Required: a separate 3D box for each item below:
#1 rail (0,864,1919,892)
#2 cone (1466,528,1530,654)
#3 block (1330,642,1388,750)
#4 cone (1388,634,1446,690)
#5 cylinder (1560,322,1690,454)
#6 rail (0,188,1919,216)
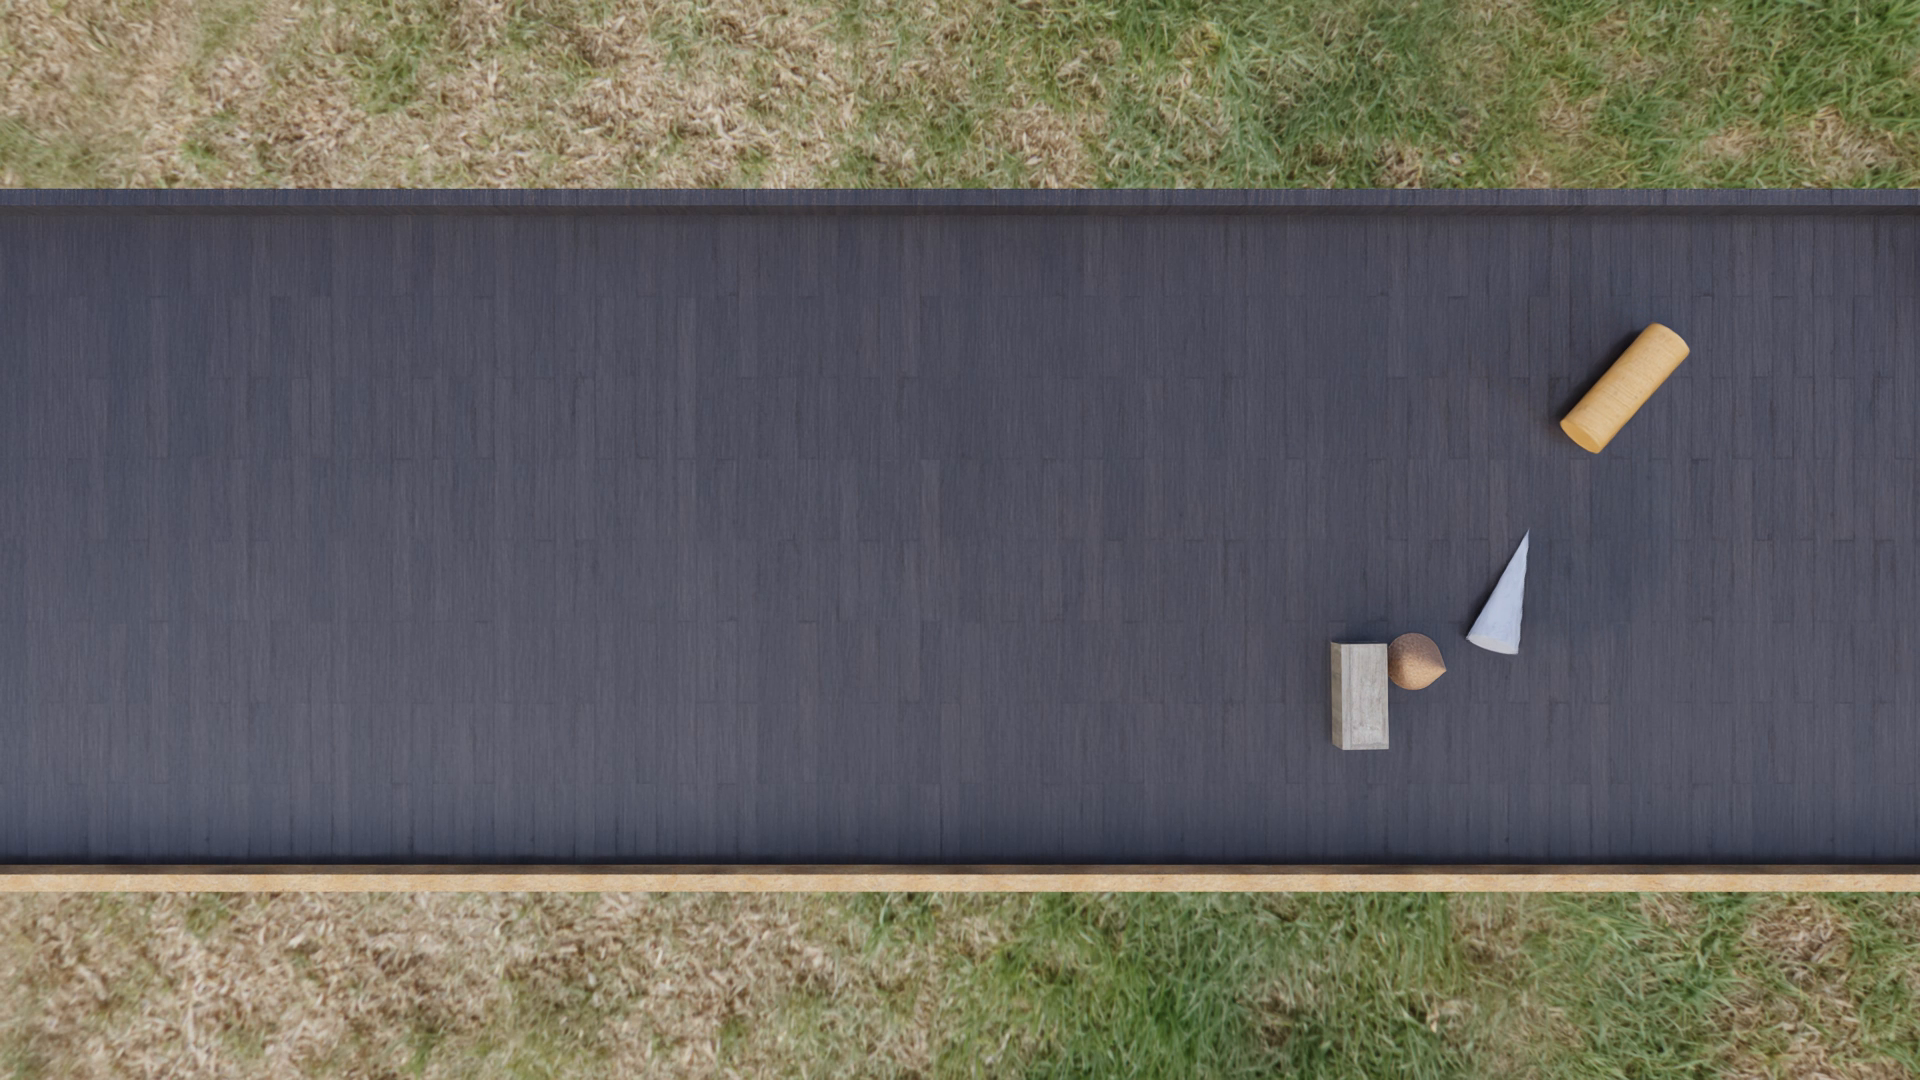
[{"bbox_3d":[-2.247,1.025,5.001,12.000,0.150,0.050,0,90,0],"label":"rail"},{"bbox_3d":[1.684,0.140,5.038,0.155,0.155,0.389,21,79,0],"label":"cone"},{"bbox_3d":[1.213,0.470,5.008,0.137,0.137,0.315,-1,90,0],"label":"block"},{"bbox_3d":[1.395,0.374,4.902,0.175,0.348,0.175,0,90,0],"label":"cone"},{"bbox_3d":[2.015,-0.461,5.002,0.147,0.147,0.400,42,90,0],"label":"cylinder"},{"bbox_3d":[-2.247,-1.025,5.002,12.000,0.150,0.050,0,90,0],"label":"rail"}]
